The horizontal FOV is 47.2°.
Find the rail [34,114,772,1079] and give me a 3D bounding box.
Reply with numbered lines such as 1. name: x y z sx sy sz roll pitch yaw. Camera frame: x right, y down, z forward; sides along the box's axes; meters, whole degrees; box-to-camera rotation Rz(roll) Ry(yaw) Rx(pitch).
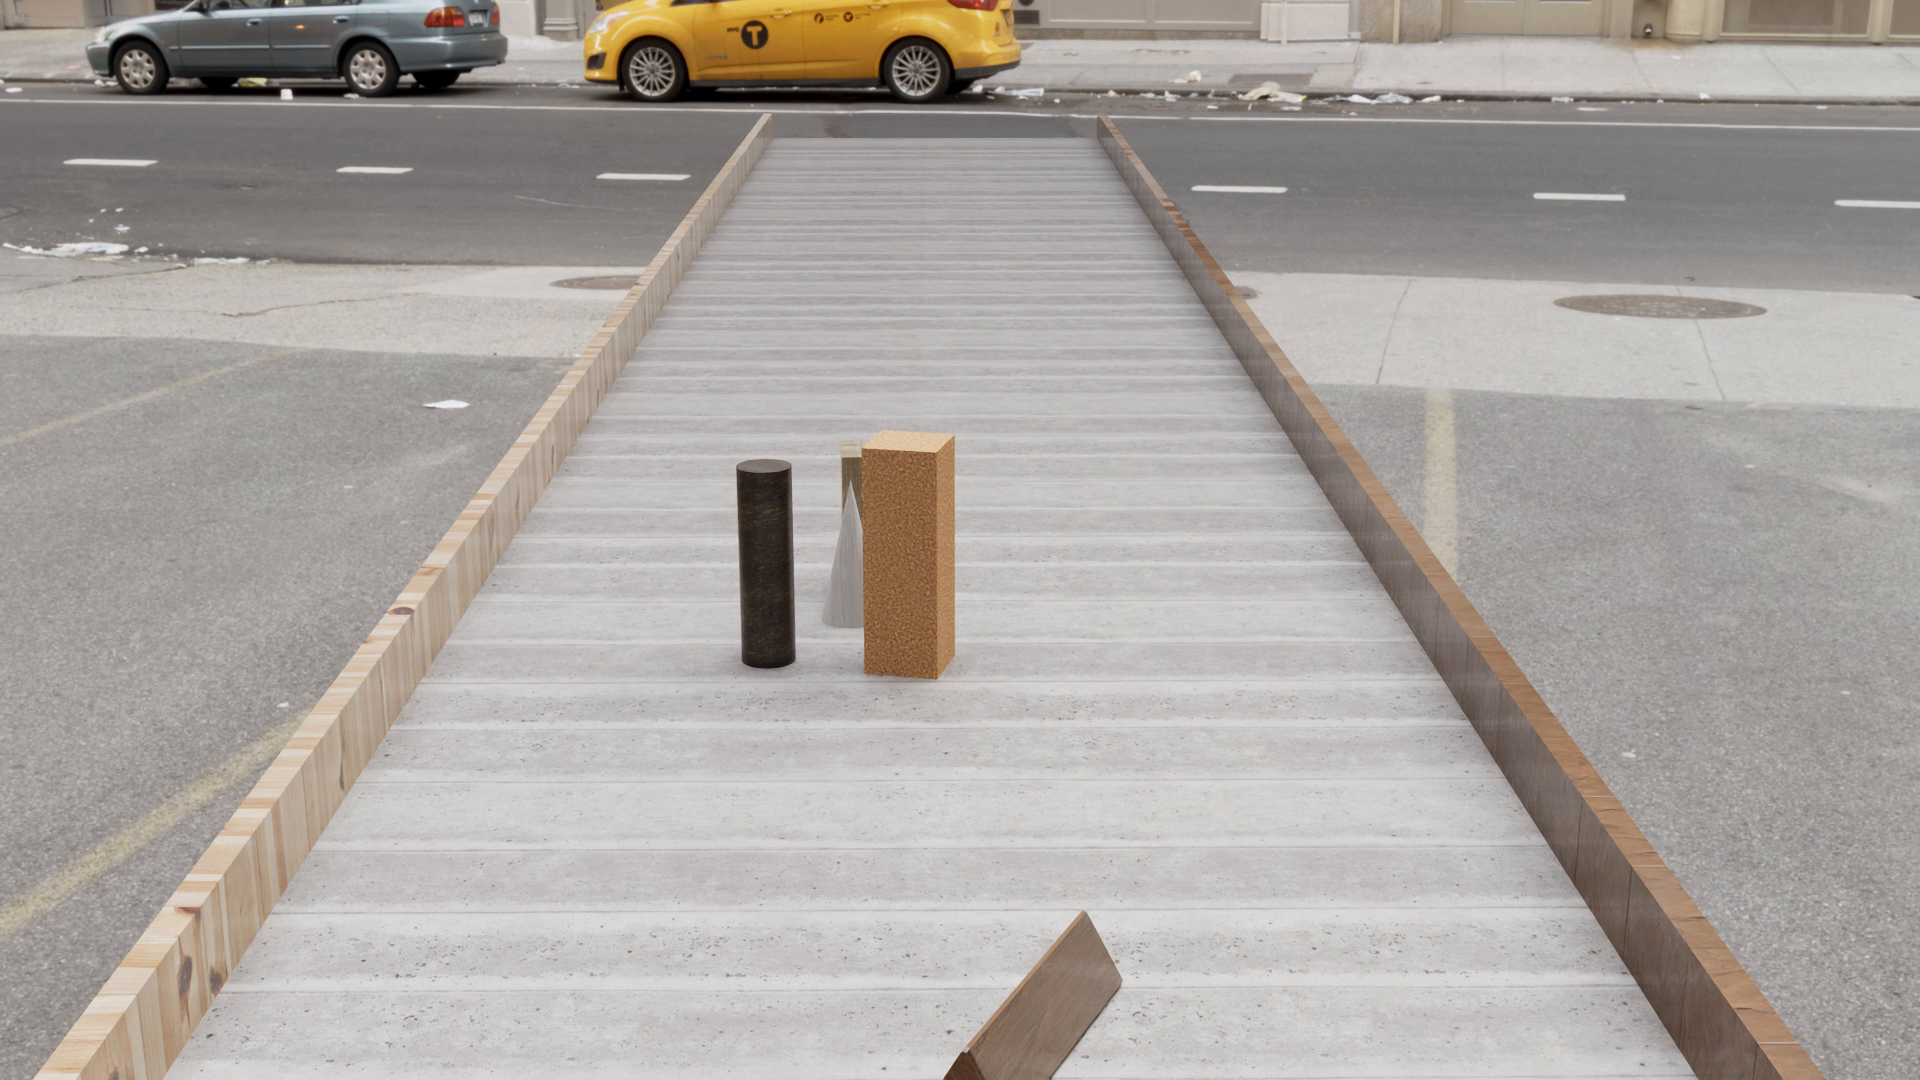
1. rail: -1.118 -0.838 7.780 0.050 0.150 12.000 0 17 -1

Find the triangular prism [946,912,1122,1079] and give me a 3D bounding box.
1. triangular prism: 0.090 0.627 2.929 0.117 0.101 0.428 7 18 23

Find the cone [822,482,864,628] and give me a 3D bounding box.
1. cone: -0.228 0.020 4.625 0.132 0.305 0.132 0 17 0

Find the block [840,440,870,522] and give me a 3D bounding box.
1. block: -0.184 -0.044 4.806 0.147 0.323 0.147 -1 17 -4

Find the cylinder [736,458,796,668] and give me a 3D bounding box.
1. cylinder: -0.384 0.047 4.363 0.109 0.402 0.109 0 17 0

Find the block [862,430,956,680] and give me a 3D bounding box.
1. block: -0.099 0.028 4.328 0.148 0.459 0.148 4 17 13

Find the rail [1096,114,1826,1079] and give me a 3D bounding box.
1. rail: 0.932 -0.844 7.801 0.050 0.150 12.000 0 17 -1
